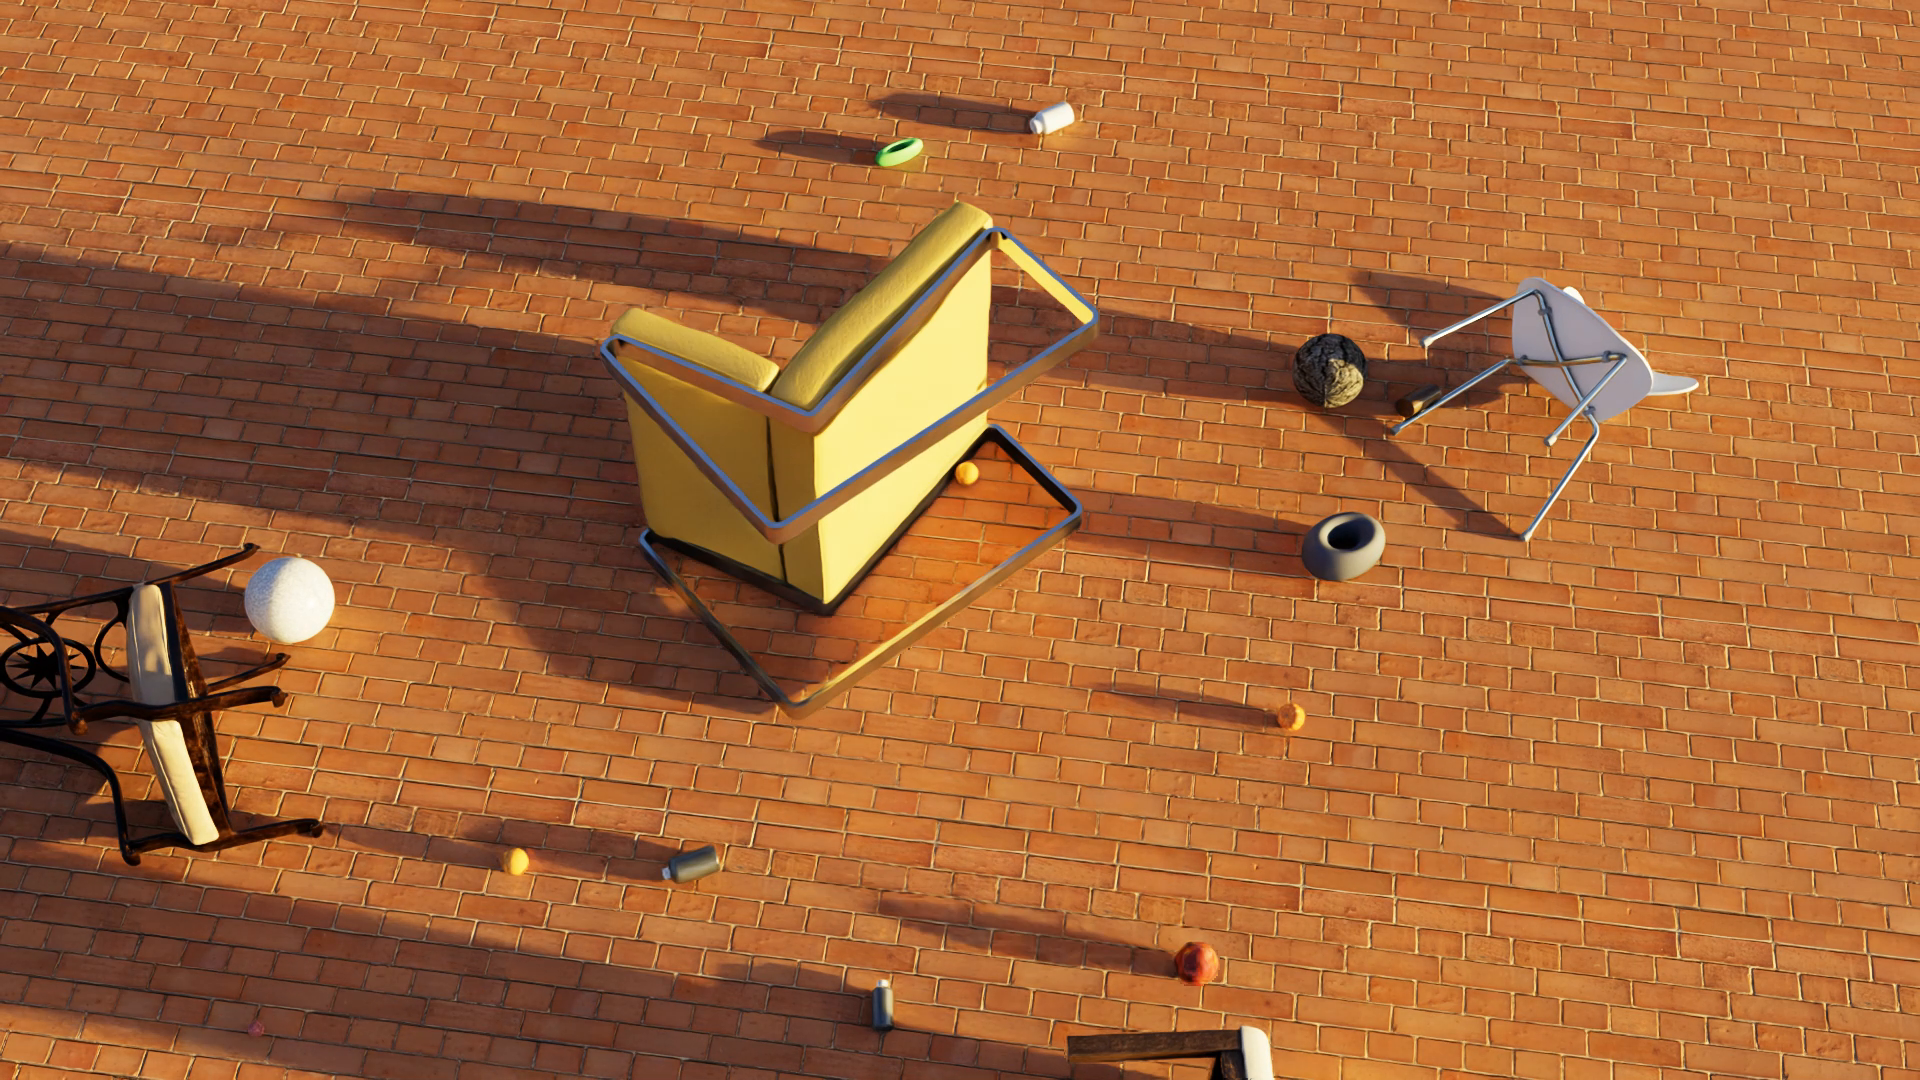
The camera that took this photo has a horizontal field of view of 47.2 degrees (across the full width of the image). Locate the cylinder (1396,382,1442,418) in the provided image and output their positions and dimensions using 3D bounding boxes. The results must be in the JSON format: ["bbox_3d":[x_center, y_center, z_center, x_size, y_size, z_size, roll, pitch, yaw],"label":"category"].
[{"bbox_3d":[1.419,-0.434,6.811,0.112,0.100,0.064,-30,95,-19],"label":"cylinder"}]

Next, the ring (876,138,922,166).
[{"bbox_3d":[-0.206,-1.308,7.418,0.180,0.057,0.062,-24,57,-16],"label":"ring"}]

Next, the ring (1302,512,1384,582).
[{"bbox_3d":[1.130,0.019,6.485,0.261,0.129,0.192,-20,56,-14],"label":"ring"}]

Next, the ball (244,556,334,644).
[{"bbox_3d":[-1.923,0.171,6.309,0.249,0.249,0.249,0,56,0],"label":"ball"}]

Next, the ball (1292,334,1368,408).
[{"bbox_3d":[1.140,-0.523,6.786,0.230,0.230,0.230,0,56,0],"label":"ball"}]
